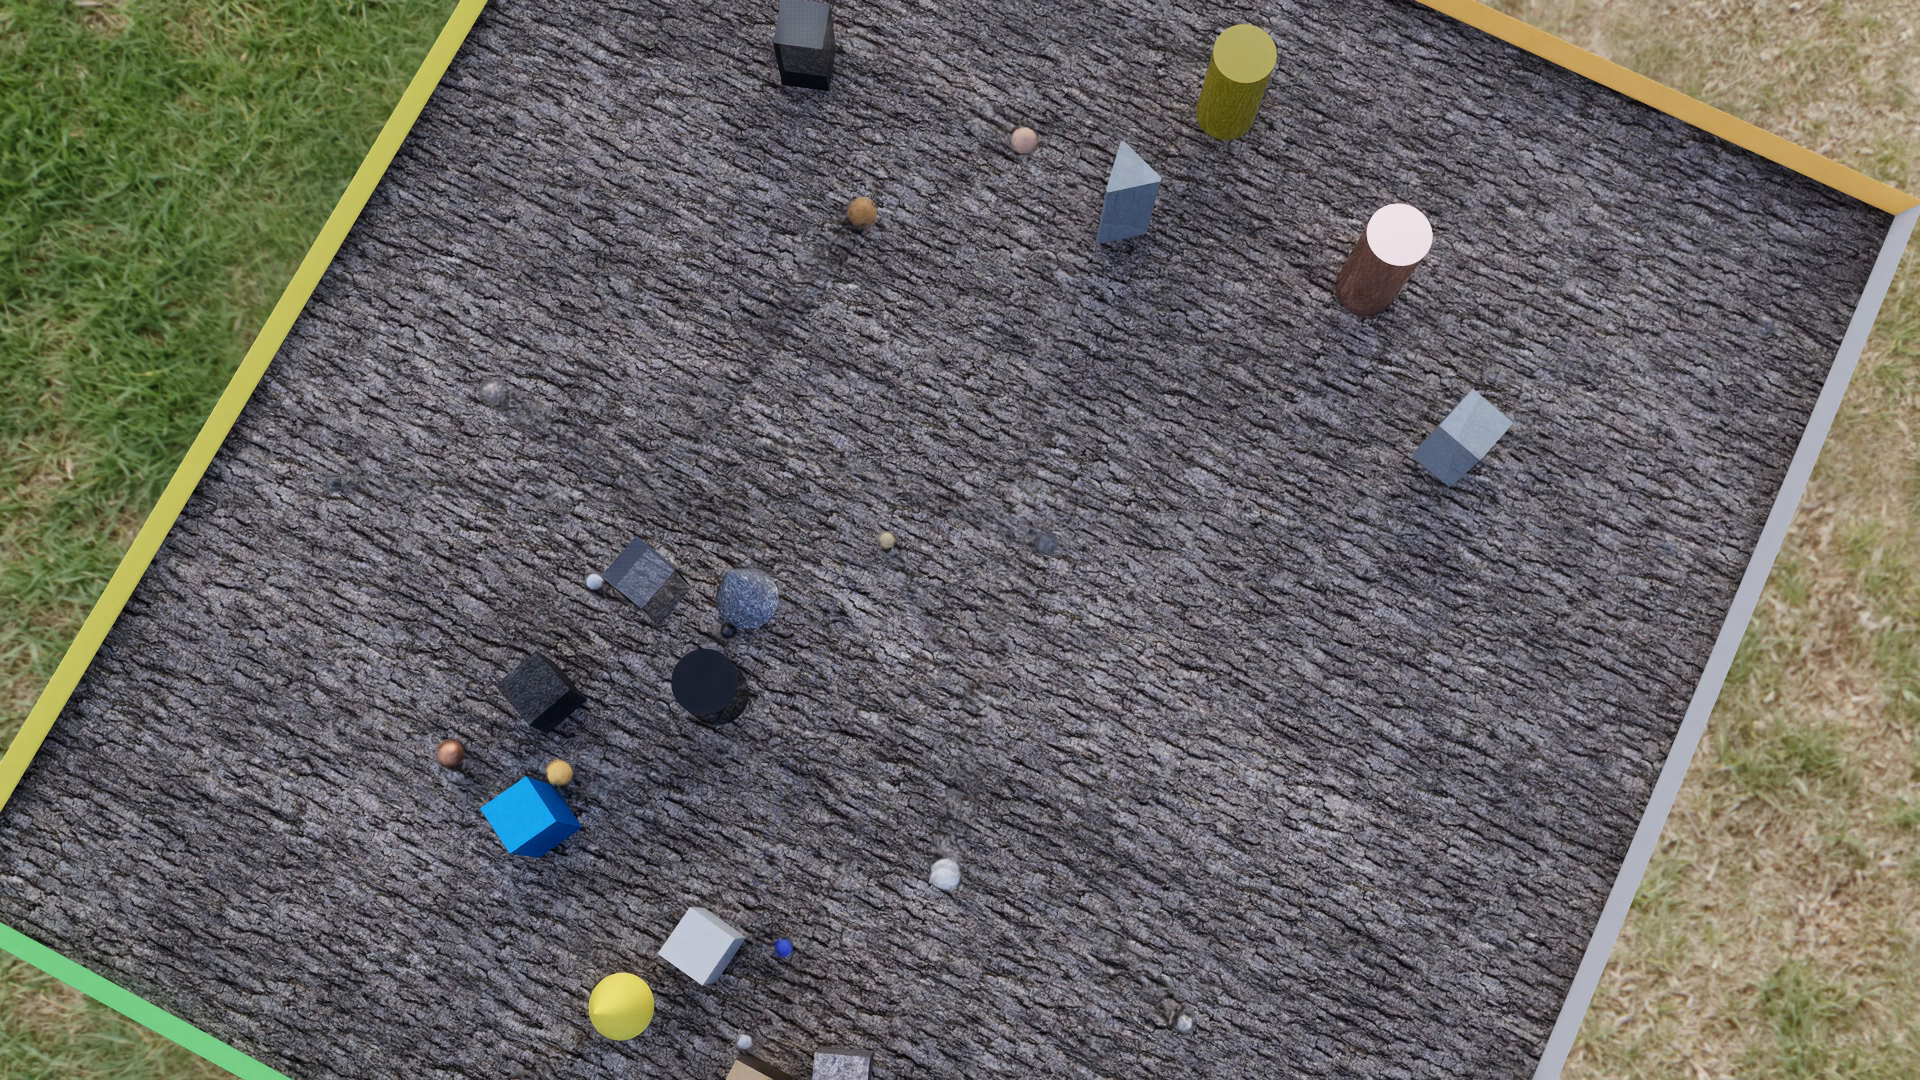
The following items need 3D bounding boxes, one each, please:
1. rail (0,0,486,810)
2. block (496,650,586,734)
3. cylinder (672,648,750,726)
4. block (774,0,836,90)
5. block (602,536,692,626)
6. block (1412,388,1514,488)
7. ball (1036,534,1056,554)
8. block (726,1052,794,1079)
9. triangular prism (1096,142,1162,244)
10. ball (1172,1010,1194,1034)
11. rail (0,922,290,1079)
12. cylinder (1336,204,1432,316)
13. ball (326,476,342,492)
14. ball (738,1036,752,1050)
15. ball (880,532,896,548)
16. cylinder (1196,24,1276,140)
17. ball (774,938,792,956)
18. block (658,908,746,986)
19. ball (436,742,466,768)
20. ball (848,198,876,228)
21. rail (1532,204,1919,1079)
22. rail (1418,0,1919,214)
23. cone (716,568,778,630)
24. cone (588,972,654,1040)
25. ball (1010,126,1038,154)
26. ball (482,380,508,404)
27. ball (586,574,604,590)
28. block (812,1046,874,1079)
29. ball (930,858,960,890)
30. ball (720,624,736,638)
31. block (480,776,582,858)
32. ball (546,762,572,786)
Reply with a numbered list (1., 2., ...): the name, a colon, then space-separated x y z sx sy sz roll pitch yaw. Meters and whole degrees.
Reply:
1. rail: -1.954 -0.950 5.749 0.045 0.124 4.602 26 80 5
2. block: -1.230 0.450 5.394 0.153 0.253 0.153 -41 81 -8
3. cylinder: -0.730 0.434 5.379 0.191 0.290 0.191 0 78 0
4. block: -0.488 -1.563 5.792 0.153 0.290 0.153 8 78 2
5. block: -0.924 0.124 5.427 0.153 0.321 0.153 38 81 7
6. block: 1.504 -0.302 5.505 0.153 0.341 0.153 42 81 8
7. ball: 0.261 0.012 5.581 0.064 0.064 0.064 0 78 0
8. block: -0.582 1.556 5.150 0.153 0.283 0.153 27 80 5
9. triangular prism: 0.497 -1.070 5.622 0.166 0.423 0.143 -13 79 -3
10. ball: 0.646 1.394 5.296 0.063 0.063 0.063 0 78 0
11. rail: -1.018 2.001 5.138 4.417 0.124 0.045 26 80 5
12. cylinder: 1.280 -0.843 5.557 0.191 0.457 0.191 0 78 0
13. ball: -1.923 -0.173 5.626 0.050 0.050 0.050 0 78 0
14. ball: -0.621 1.452 5.295 0.041 0.041 0.041 0 78 0
15. ball: -0.222 0.003 5.591 0.050 0.050 0.050 0 78 0
16. cylinder: 0.855 -1.418 5.700 0.191 0.410 0.191 0 78 0
17. ball: -0.516 1.187 5.346 0.049 0.049 0.049 0 78 0
18. block: -0.733 1.157 5.230 0.153 0.287 0.153 34 80 7
19. ball: -1.512 0.638 5.443 0.081 0.081 0.081 0 78 0
20. ball: -0.311 -1.032 5.784 0.089 0.089 0.089 0 78 0
21. rail: 1.954 0.963 5.353 0.045 0.124 4.602 26 80 5
22. rail: 1.018 -1.988 5.963 4.417 0.124 0.045 26 80 5
23. cone: -0.648 0.130 5.353 0.191 0.464 0.191 0 78 0
24. cone: -0.986 1.316 5.133 0.191 0.413 0.191 0 78 0
25. ball: 0.204 -1.272 5.836 0.085 0.085 0.085 0 78 0
26. ball: -1.442 -0.457 5.671 0.078 0.078 0.078 0 78 0
27. ball: -1.109 0.129 5.565 0.049 0.049 0.049 0 78 0
28. block: -0.332 1.523 5.171 0.153 0.256 0.153 5 78 1
29. ball: -0.042 0.979 5.368 0.090 0.090 0.090 0 78 0
30. ball: -0.702 0.274 5.537 0.046 0.046 0.046 0 78 0
31. block: -1.228 0.800 5.267 0.153 0.360 0.153 -35 80 -7
32. ball: -1.187 0.693 5.435 0.075 0.075 0.075 0 78 0
